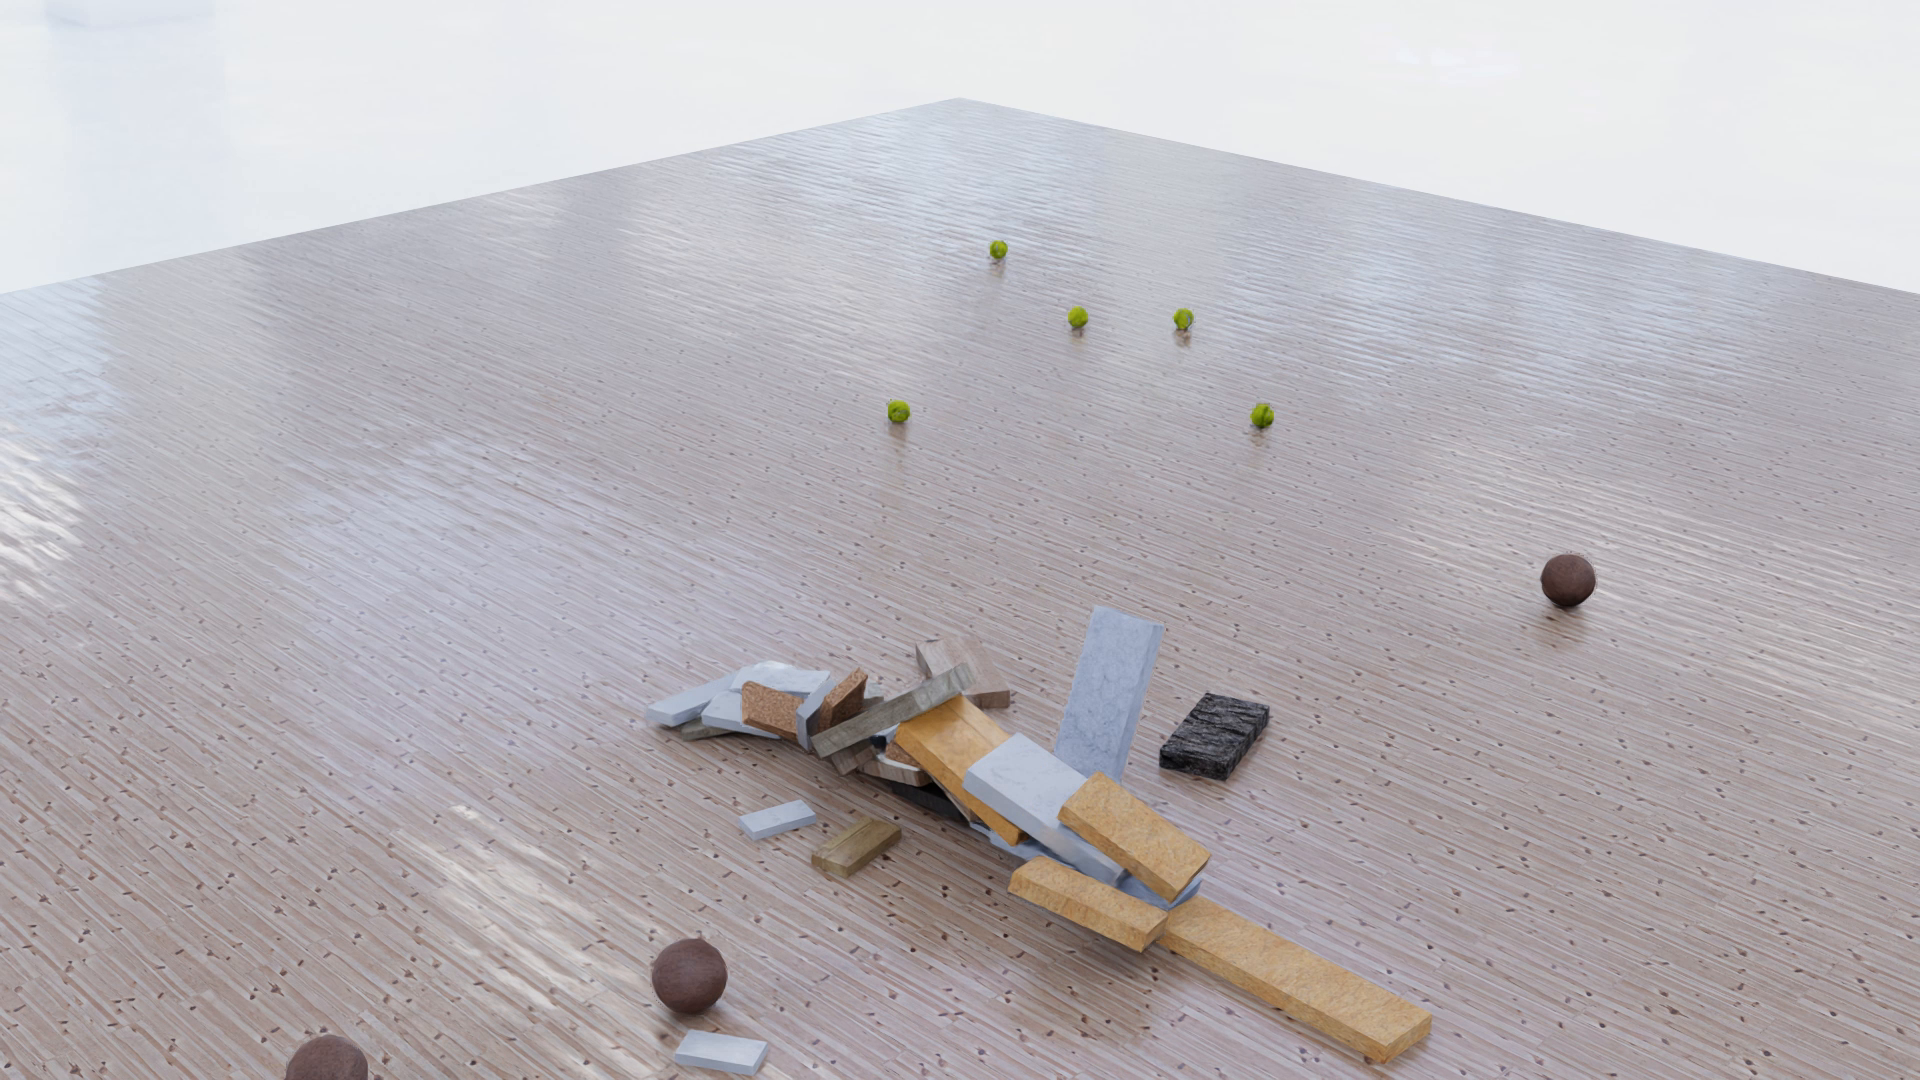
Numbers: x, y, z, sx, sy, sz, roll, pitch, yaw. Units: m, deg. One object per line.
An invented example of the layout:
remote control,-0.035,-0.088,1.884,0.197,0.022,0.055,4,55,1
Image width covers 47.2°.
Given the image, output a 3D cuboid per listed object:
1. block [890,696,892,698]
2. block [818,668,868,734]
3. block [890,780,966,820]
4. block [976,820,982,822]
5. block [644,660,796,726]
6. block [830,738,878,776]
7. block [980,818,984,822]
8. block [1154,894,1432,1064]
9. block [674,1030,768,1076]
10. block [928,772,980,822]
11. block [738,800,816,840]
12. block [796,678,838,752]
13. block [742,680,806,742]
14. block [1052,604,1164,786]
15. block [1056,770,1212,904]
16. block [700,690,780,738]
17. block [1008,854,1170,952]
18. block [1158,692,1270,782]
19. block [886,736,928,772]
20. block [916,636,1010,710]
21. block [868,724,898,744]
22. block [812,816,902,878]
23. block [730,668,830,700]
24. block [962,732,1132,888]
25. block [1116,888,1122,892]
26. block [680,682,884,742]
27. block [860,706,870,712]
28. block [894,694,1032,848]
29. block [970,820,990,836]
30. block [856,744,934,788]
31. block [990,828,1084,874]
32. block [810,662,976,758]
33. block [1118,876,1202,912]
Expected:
block,-0.134,0.389,4.814,0.079,0.022,0.157,6,24,13
block,-0.246,0.349,4.571,0.029,0.203,0.101,41,63,15
block,-0.023,0.501,4.459,0.124,0.035,0.247,-22,19,-31
block,0.020,0.542,4.436,0.106,0.015,0.053,8,25,45
block,-0.528,0.338,4.892,0.092,0.026,0.367,11,22,41
block,-0.236,0.428,4.630,0.088,0.025,0.176,-31,24,-4
block,0.053,0.539,4.376,0.053,0.015,0.106,-21,20,-30
block,0.578,0.771,3.896,0.132,0.037,0.525,-20,30,-39
block,-0.402,0.863,3.702,0.140,0.020,0.070,6,24,14
block,0.011,0.458,4.385,0.124,0.035,0.247,-17,38,-25
block,-0.366,0.561,4.413,0.140,0.020,0.070,-13,26,-28
block,-0.294,0.365,4.589,0.029,0.202,0.101,41,71,15
block,-0.381,0.370,4.684,0.185,0.026,0.092,23,47,-32
block,0.290,0.344,4.467,0.146,0.397,0.041,18,3,36
block,0.323,0.550,4.087,0.265,0.037,0.132,36,40,15
block,-0.455,0.376,4.748,0.184,0.026,0.092,9,34,21
block,0.231,0.649,3.945,0.265,0.037,0.132,22,14,19
block,0.548,0.420,4.718,0.146,0.041,0.293,10,25,23
block,-0.050,0.424,4.378,0.176,0.025,0.088,15,36,18
block,0.003,0.303,4.993,0.146,0.041,0.293,-6,24,-13
block,-0.187,0.408,4.694,0.157,0.022,0.079,-5,23,44
block,-0.203,0.601,4.313,0.088,0.025,0.176,15,27,31
block,-0.394,0.320,4.842,0.202,0.029,0.101,2,24,9
block,0.197,0.512,4.174,0.359,0.048,0.168,33,39,24
block,0.270,0.643,4.203,0.114,0.032,0.228,-20,30,-39
block,-0.389,0.374,4.797,0.444,0.020,0.070,-10,23,-9
block,-0.162,0.380,4.773,0.157,0.022,0.079,11,27,38
block,0.050,0.445,4.298,0.168,0.048,0.337,-25,53,-40
block,0.075,0.575,4.386,0.053,0.015,0.106,-21,30,-40
block,-0.103,0.454,4.542,0.124,0.035,0.247,-22,14,-31
block,0.180,0.589,4.248,0.228,0.032,0.114,20,30,39
block,-0.136,0.345,4.440,0.168,0.048,0.337,-25,-2,-45
block,0.330,0.616,4.149,0.228,0.032,0.114,32,38,23
